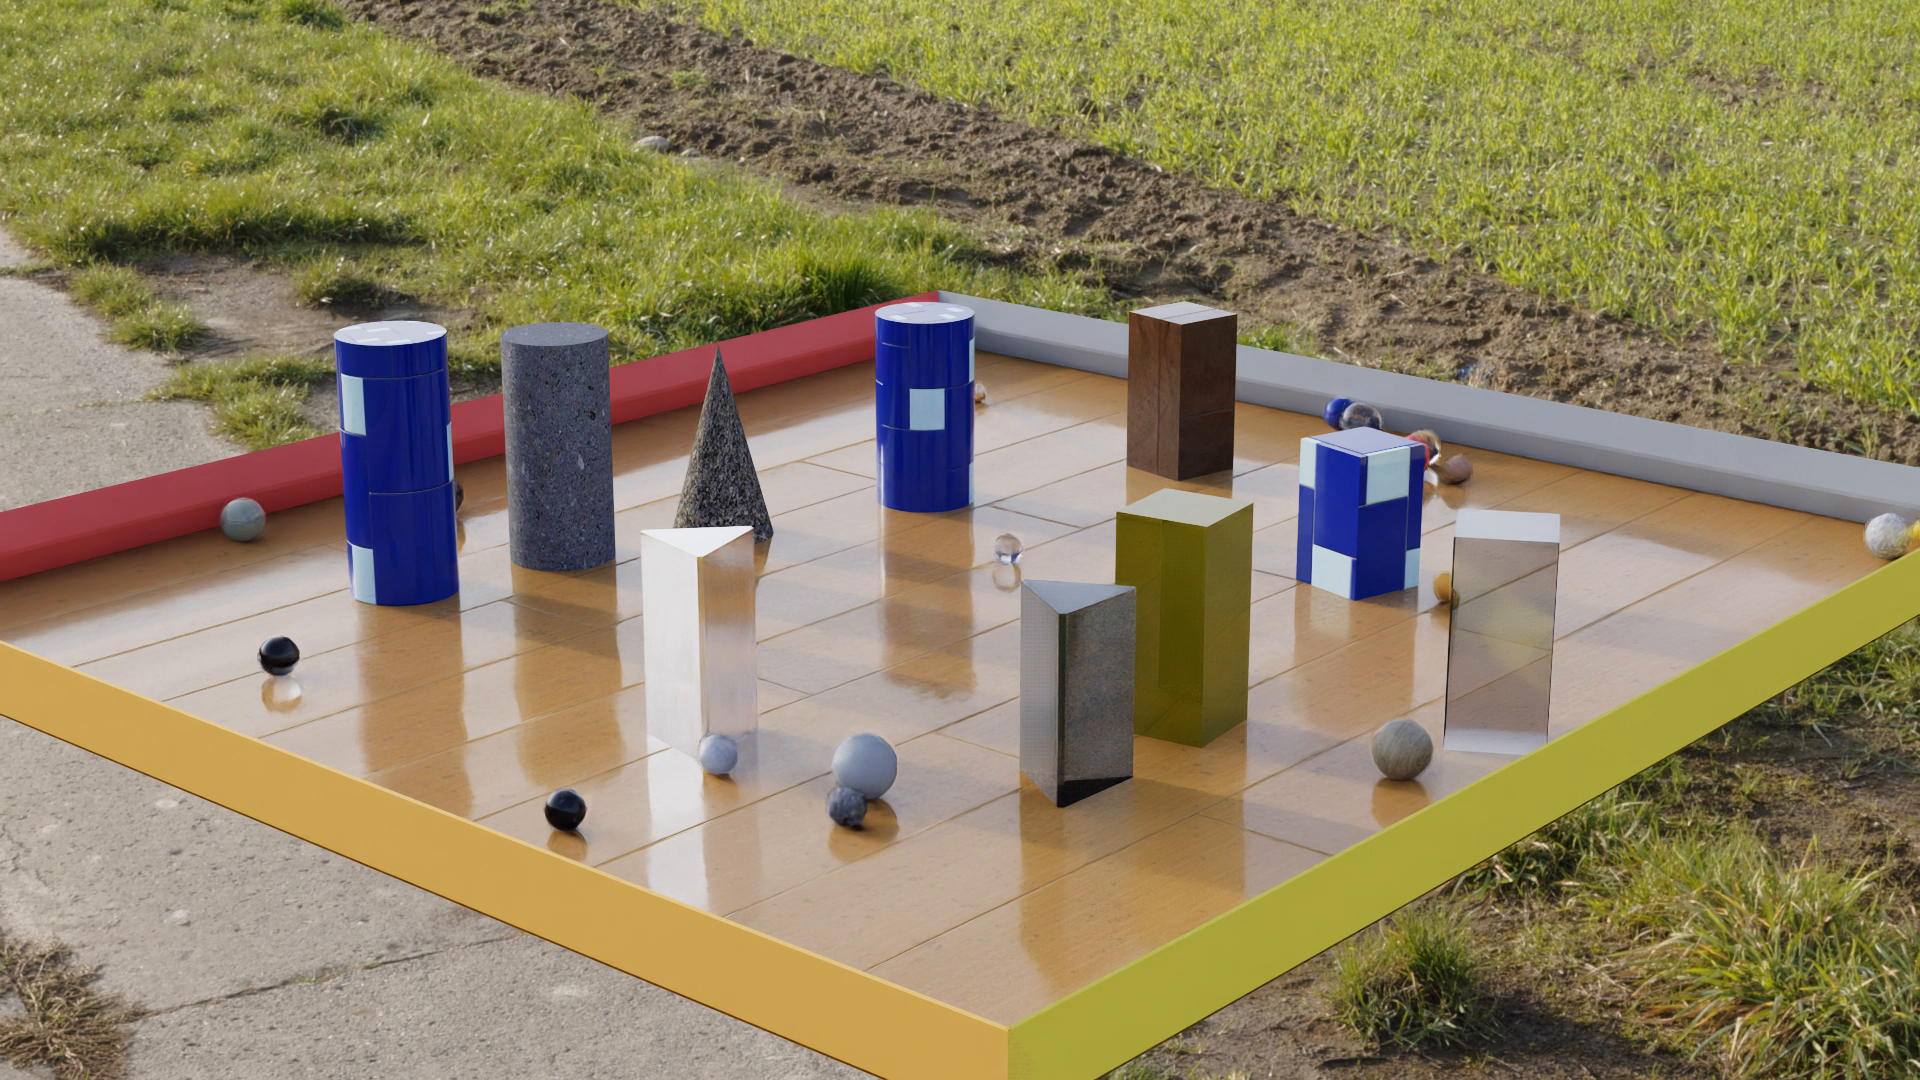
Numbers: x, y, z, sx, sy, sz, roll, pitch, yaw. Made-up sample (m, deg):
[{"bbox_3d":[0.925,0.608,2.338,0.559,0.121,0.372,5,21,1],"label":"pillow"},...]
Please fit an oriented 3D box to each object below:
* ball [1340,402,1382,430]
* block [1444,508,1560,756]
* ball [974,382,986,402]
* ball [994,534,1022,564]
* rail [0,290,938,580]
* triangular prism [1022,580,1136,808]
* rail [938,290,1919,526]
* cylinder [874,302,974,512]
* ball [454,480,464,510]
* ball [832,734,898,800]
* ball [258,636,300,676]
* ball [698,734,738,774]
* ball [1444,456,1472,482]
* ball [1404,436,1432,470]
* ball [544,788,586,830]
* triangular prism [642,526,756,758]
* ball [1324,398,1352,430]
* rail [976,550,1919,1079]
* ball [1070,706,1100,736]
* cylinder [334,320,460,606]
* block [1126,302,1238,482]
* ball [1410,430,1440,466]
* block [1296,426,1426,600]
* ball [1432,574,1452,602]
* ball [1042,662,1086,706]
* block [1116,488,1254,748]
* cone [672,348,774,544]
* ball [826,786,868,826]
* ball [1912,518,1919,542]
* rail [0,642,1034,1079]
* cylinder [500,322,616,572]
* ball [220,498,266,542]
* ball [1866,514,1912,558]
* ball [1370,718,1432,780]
[{"bbox_3d":[0.834,-0.244,6.102,0.086,0.086,0.086,0,17,0],"label":"ball"},{"bbox_3d":[0.815,0.137,4.410,0.152,0.333,0.152,3,17,11],"label":"block"},{"bbox_3d":[0.038,-0.324,6.442,0.041,0.041,0.041,0,17,0],"label":"ball"},{"bbox_3d":[0.087,0.016,5.295,0.054,0.054,0.054,0,17,0],"label":"ball"},{"bbox_3d":[-0.982,-0.216,5.937,0.045,0.124,2.891,14,22,39],"label":"rail"},{"bbox_3d":[0.144,0.211,4.240,0.143,0.291,0.165,14,22,40],"label":"triangular prism"},{"bbox_3d":[0.932,-0.279,6.148,2.649,0.124,0.045,14,22,39],"label":"rail"},{"bbox_3d":[-0.067,-0.257,5.652,0.190,0.370,0.190,0,17,0],"label":"cylinder"},{"bbox_3d":[-0.985,-0.085,5.588,0.077,0.077,0.077,0,17,0],"label":"ball"},{"bbox_3d":[-0.136,0.325,4.201,0.095,0.095,0.095,0,17,0],"label":"ball"},{"bbox_3d":[-1.095,0.186,4.712,0.065,0.065,0.065,0,17,0],"label":"ball"},{"bbox_3d":[-0.355,0.314,4.298,0.059,0.059,0.059,0,17,0],"label":"ball"},{"bbox_3d":[0.986,-0.141,5.814,0.053,0.053,0.053,0,17,0],"label":"ball"},{"bbox_3d":[0.901,-0.168,5.859,0.080,0.080,0.080,0,17,0],"label":"ball"},{"bbox_3d":[-0.551,0.376,4.093,0.059,0.059,0.059,0,17,0],"label":"ball"},{"bbox_3d":[-0.369,0.146,4.404,0.143,0.320,0.165,-12,21,-35],"label":"triangular prism"},{"bbox_3d":[0.805,-0.266,6.201,0.070,0.070,0.070,0,17,0],"label":"ball"},{"bbox_3d":[0.982,0.278,4.304,0.045,0.124,2.891,14,22,39],"label":"rail"},{"bbox_3d":[0.190,0.274,4.452,0.047,0.047,0.047,0,17,0],"label":"ball"},{"bbox_3d":[-0.975,-0.134,5.086,0.190,0.461,0.190,0,17,0],"label":"cylinder"},{"bbox_3d":[0.444,-0.300,5.882,0.152,0.319,0.152,-13,21,-37],"label":"block"},{"bbox_3d":[0.934,-0.185,5.927,0.073,0.073,0.073,0,17,0],"label":"ball"},{"bbox_3d":[0.703,-0.049,5.155,0.152,0.258,0.152,-12,20,-34],"label":"block"},{"bbox_3d":[0.845,0.082,5.082,0.049,0.049,0.049,0,17,0],"label":"ball"},{"bbox_3d":[0.163,0.224,4.578,0.069,0.069,0.069,0,17,0],"label":"ball"},{"bbox_3d":[0.338,0.117,4.454,0.152,0.347,0.152,10,20,31],"label":"block"},{"bbox_3d":[-0.444,-0.186,5.430,0.190,0.362,0.190,0,17,0],"label":"cone"},{"bbox_3d":[-0.158,0.373,4.107,0.057,0.057,0.057,0,17,0],"label":"ball"},{"bbox_3d":[1.785,-0.018,5.416,0.049,0.049,0.049,0,17,0],"label":"ball"},{"bbox_3d":[-0.932,0.341,4.093,2.649,0.124,0.045,14,22,39],"label":"rail"},{"bbox_3d":[-0.723,-0.169,5.285,0.190,0.414,0.190,0,17,0],"label":"cylinder"},{"bbox_3d":[-1.326,-0.039,5.428,0.081,0.081,0.081,0,17,0],"label":"ball"},{"bbox_3d":[1.687,-0.007,5.322,0.082,0.082,0.082,0,17,0],"label":"ball"},{"bbox_3d":[0.645,0.305,4.277,0.089,0.089,0.089,0,17,0],"label":"ball"}]
